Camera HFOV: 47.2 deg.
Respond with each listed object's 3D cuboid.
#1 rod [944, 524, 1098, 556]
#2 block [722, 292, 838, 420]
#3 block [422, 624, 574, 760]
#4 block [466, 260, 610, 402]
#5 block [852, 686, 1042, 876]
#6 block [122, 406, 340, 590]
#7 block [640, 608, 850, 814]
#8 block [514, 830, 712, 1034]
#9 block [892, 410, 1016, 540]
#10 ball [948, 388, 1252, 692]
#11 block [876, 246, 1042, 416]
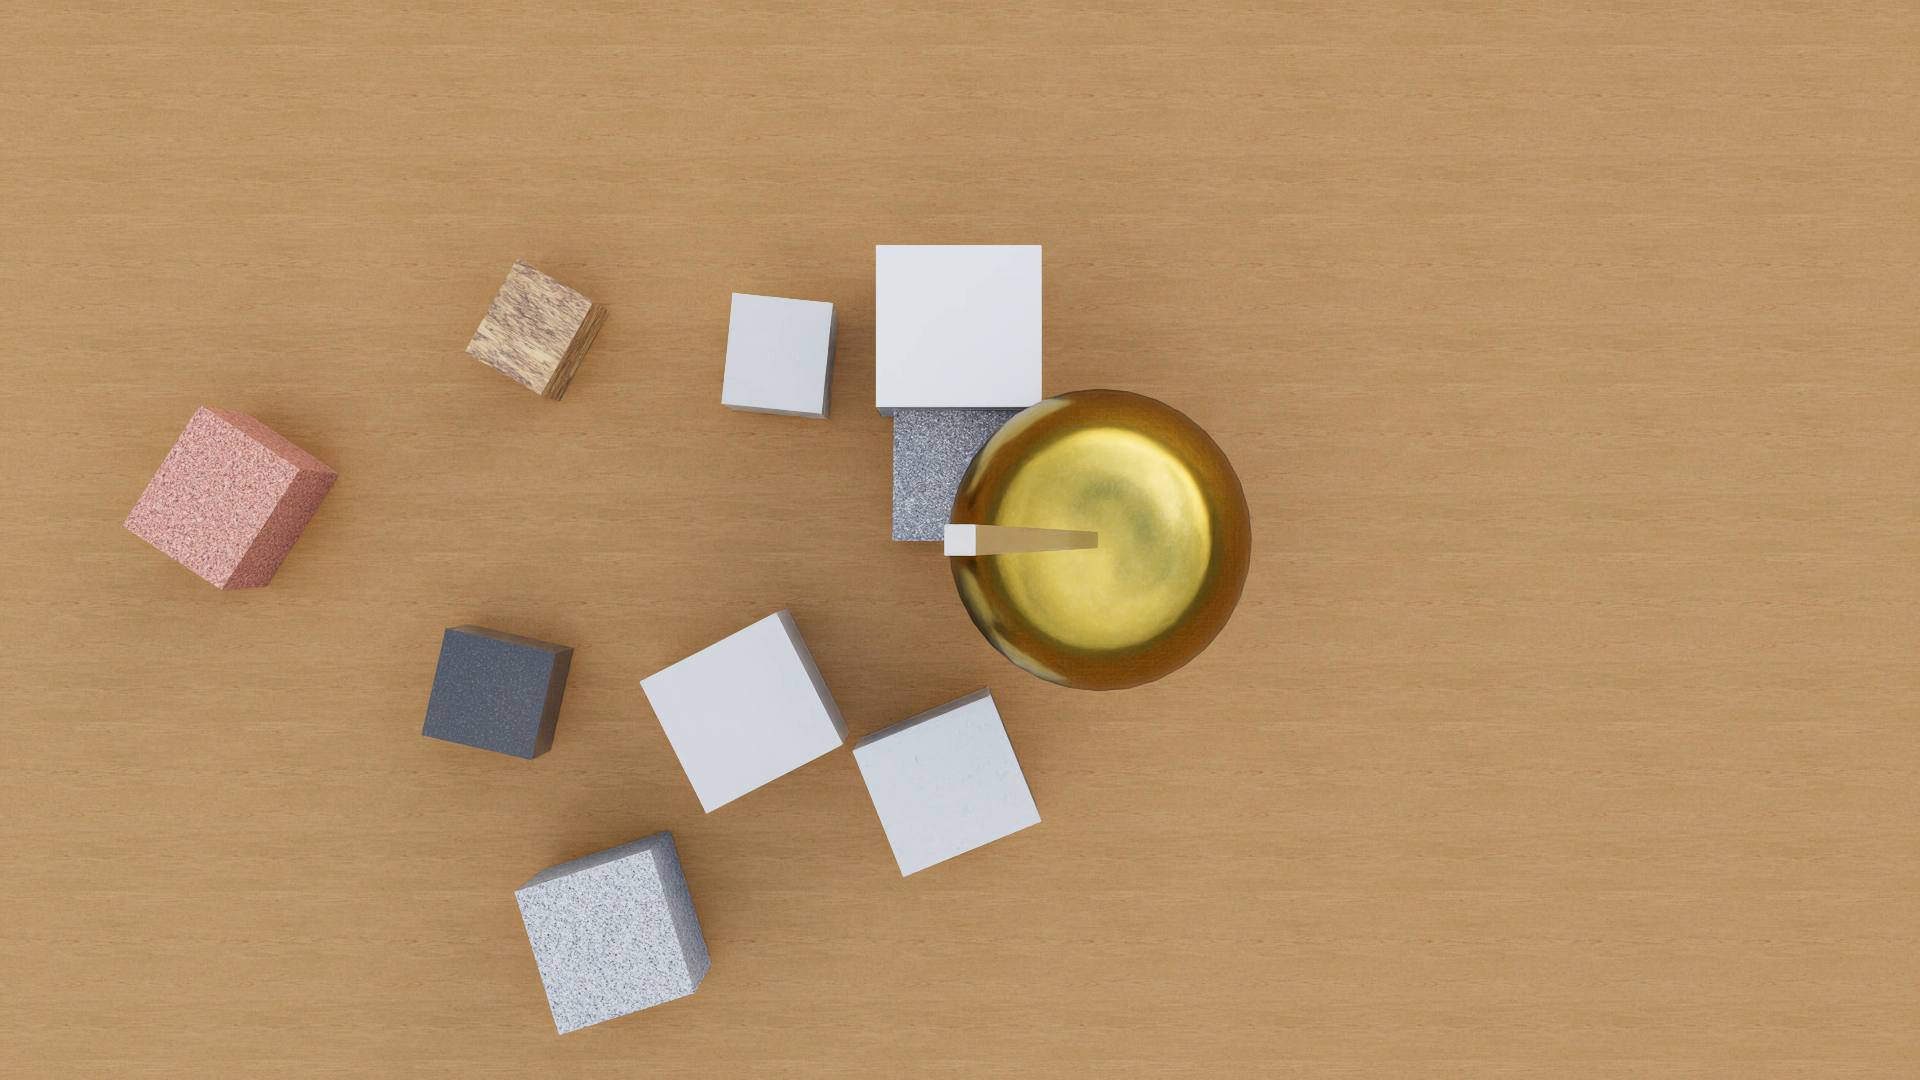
[{"bbox_3d":[0.319,0.000,8.242,0.080,5.200,0.080,0,90,7],"label":"rod"},{"bbox_3d":[-1.029,-1.050,12.684,0.565,0.631,0.625,6,90,0],"label":"block"},{"bbox_3d":[-2.660,0.870,12.703,0.636,0.595,0.619,13,90,0],"label":"block"},{"bbox_3d":[-2.433,-1.204,12.708,0.493,0.584,0.606,29,90,0],"label":"block"},{"bbox_3d":[-0.072,1.370,12.622,0.829,0.755,0.757,-22,90,0],"label":"block"},{"bbox_3d":[-4.159,-0.236,12.606,0.659,0.789,0.798,33,90,0],"label":"block"},{"bbox_3d":[-1.214,0.961,12.605,0.849,0.790,0.821,-27,90,0],"label":"block"},{"bbox_3d":[-1.966,2.227,12.585,0.786,0.829,0.830,-17,90,0],"label":"block"},{"bbox_3d":[0.010,-0.359,12.669,0.771,0.661,0.732,1,90,0],"label":"block"},{"bbox_3d":[0.736,0.000,11.616,1.600,1.600,1.600,0,90,0],"label":"ball"},{"bbox_3d":[-0.007,-1.170,12.511,0.904,0.978,0.882,0,90,0],"label":"block"}]
